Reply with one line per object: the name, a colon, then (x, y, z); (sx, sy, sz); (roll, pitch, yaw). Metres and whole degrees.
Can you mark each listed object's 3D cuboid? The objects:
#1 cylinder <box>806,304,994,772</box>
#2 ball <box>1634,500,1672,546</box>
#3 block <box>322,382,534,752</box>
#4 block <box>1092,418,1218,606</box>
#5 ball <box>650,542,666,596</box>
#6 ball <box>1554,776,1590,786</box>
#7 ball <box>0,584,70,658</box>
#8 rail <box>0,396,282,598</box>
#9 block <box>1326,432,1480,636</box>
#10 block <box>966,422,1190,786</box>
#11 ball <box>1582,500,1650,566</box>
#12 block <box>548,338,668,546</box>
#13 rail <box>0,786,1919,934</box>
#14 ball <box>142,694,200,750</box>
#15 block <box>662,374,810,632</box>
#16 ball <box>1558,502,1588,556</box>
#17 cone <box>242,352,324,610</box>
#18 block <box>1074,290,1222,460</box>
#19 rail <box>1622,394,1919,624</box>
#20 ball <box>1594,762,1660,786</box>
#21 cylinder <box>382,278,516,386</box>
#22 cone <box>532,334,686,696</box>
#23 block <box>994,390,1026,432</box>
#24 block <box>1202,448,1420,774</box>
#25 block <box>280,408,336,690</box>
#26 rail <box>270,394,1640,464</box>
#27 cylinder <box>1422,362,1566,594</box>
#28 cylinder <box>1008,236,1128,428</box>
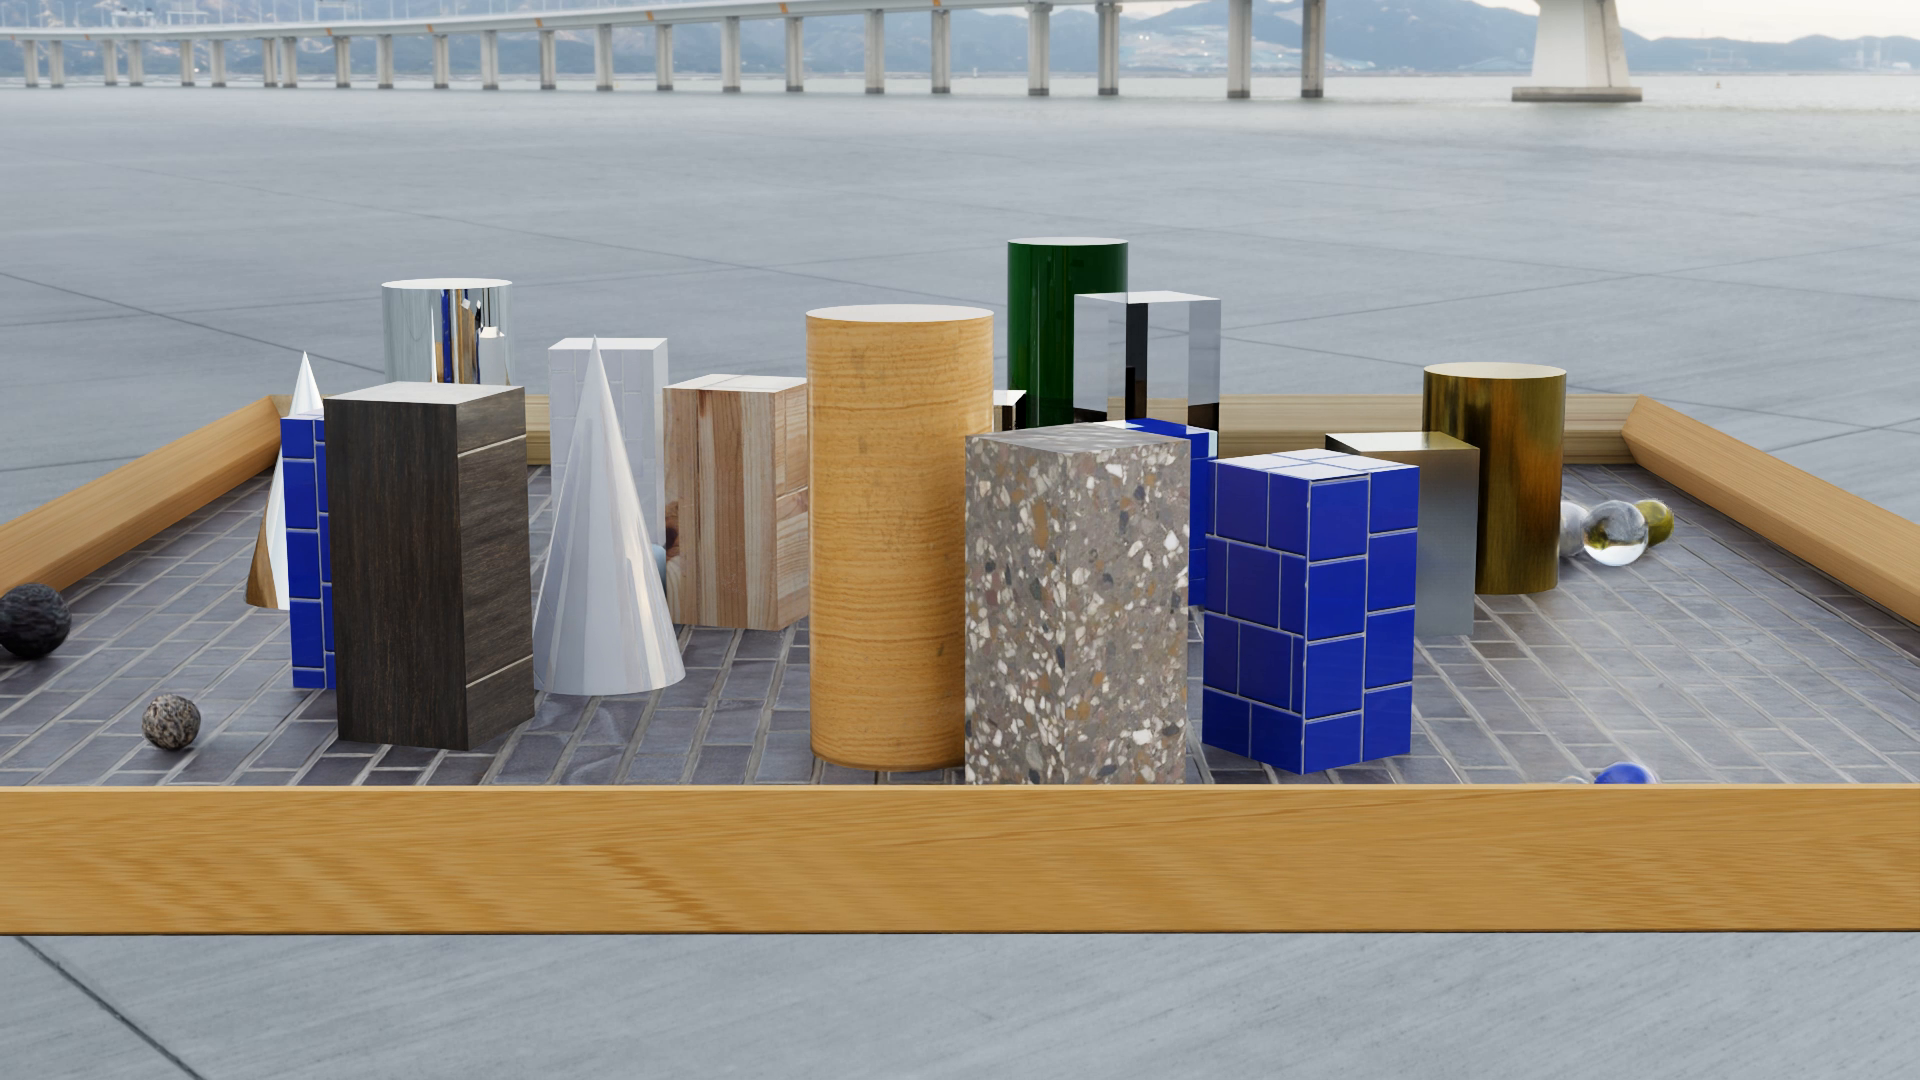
cylinder: (-0.063, -0.007, 2.733); (0.197, 0.470, 0.197); (0, 10, 0)
ball: (1.056, -0.026, 3.932); (0.071, 0.071, 0.071); (0, 10, 0)
block: (-0.580, 0.024, 2.821); (0.158, 0.376, 0.158); (3, 11, 17)
block: (0.240, -0.035, 3.525); (0.158, 0.237, 0.158); (-6, 12, -31)
ball: (-0.423, 0.052, 3.432); (0.098, 0.098, 0.098); (0, 10, 0)
ball: (0.599, 0.252, 2.506); (0.043, 0.043, 0.043); (0, 10, 0)
ball: (-1.155, 0.101, 3.191); (0.091, 0.091, 0.091); (0, 10, 0)
rail: (-1.240, 0.034, 3.442); (0.045, 0.128, 2.609); (0, 10, 0)
block: (0.575, -0.009, 3.366); (0.158, 0.243, 0.158); (-2, 11, -8)
block: (0.116, 0.078, 2.567); (0.158, 0.364, 0.158); (-8, 13, -37)
ball: (0.964, -0.010, 3.773); (0.097, 0.097, 0.097); (0, 10, 0)
block: (-0.534, -0.146, 3.926); (0.158, 0.309, 0.158); (0, 10, 1)
rail: (0.007, 0.266, 2.190); (2.527, 0.128, 0.045); (0, 10, 0)
ball: (-0.849, 0.196, 2.761); (0.060, 0.060, 0.060); (0, 10, 0)
block: (-0.287, -0.053, 3.414); (0.158, 0.313, 0.158); (3, 11, 18)
ball: (0.910, -0.016, 3.852); (0.081, 0.081, 0.081); (0, 10, 0)
cone: (-0.897, -0.091, 3.541); (0.197, 0.341, 0.197); (0, 10, 0)
block: (0.275, -0.166, 3.808); (0.158, 0.390, 0.158); (-5, 12, -25)
rail: (1.240, 0.032, 3.456); (0.045, 0.128, 2.609); (0, 10, 0)
ball: (0.643, 0.246, 2.476); (0.065, 0.065, 0.065); (0, 10, 0)
cylinder: (-0.787, -0.199, 3.972); (0.197, 0.396, 0.197); (0, 10, 0)
cone: (-0.431, -0.040, 3.062); (0.197, 0.415, 0.197); (0, 10, 0)
block: (0.004, -0.062, 3.566); (0.158, 0.275, 0.158); (1, 11, 8)
block: (0.373, 0.072, 2.746); (0.158, 0.310, 0.158); (-7, 13, -34)
block: (-0.695, 0.006, 3.072); (0.158, 0.321, 0.158); (3, 11, 14)
rail: (-0.007, -0.200, 4.708); (2.527, 0.128, 0.045); (0, 10, 0)
cylinder: (0.753, -0.091, 3.642); (0.197, 0.303, 0.197); (0, 10, 0)
cylinder: (0.176, -0.268, 4.214); (0.197, 0.444, 0.197); (0, 10, 0)
